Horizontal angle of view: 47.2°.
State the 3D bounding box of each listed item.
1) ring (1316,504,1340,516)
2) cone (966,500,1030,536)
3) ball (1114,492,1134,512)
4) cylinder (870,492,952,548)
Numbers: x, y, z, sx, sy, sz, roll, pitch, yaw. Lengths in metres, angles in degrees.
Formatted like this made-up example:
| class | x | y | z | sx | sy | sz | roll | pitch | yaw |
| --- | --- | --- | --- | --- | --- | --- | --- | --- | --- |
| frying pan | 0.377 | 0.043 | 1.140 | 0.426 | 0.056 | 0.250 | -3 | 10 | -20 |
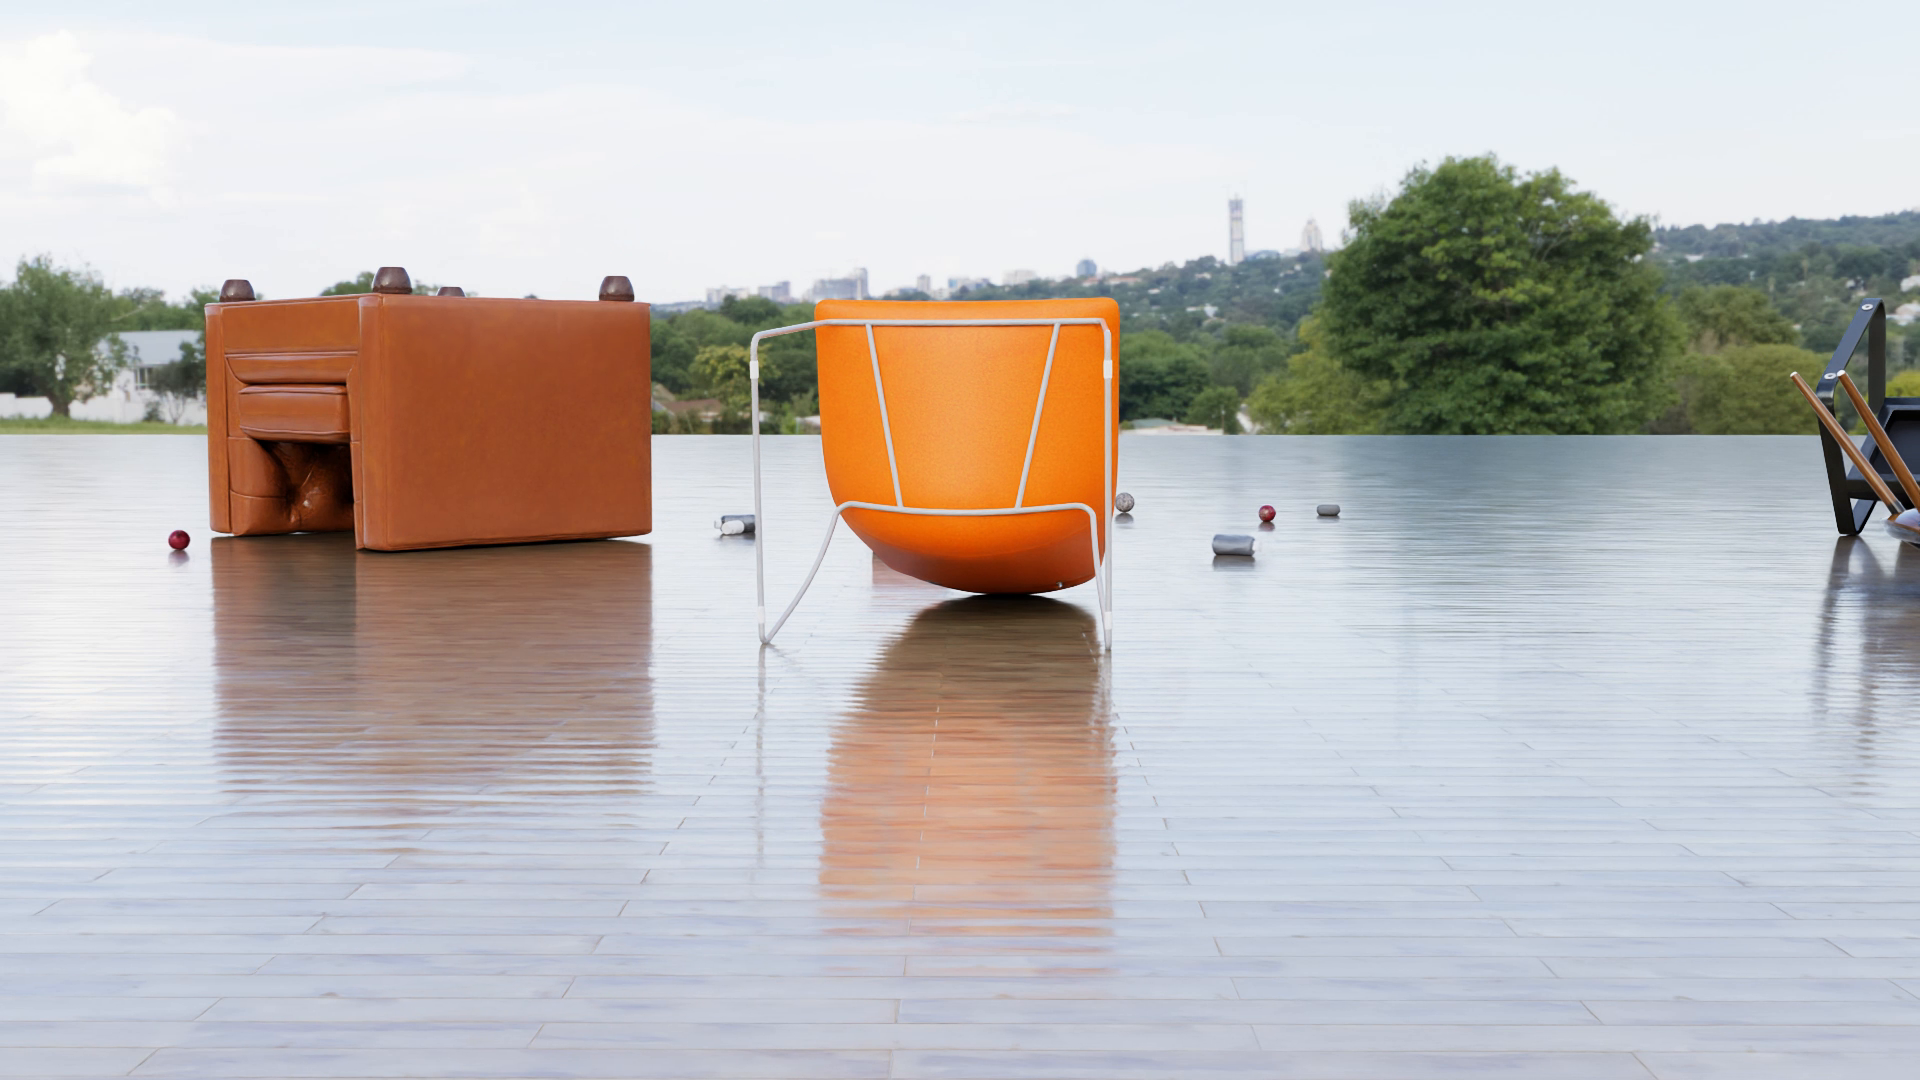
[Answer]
| class | x | y | z | sx | sy | sz | roll | pitch | yaw |
| --- | --- | --- | --- | --- | --- | --- | --- | --- | --- |
| ring | 1.315 | -0.108 | 7.854 | 0.083 | 0.037 | 0.107 | 0 | 3 | 21 |
| cone | 0.085 | -0.045 | 6.801 | 0.167 | 0.108 | 0.211 | 19 | -25 | -38 |
| ball | 0.598 | -0.137 | 7.998 | 0.074 | 0.074 | 0.074 | 0 | 4 | 0 |
| cylinder | -0.137 | -0.056 | 6.212 | 0.218 | 0.167 | 0.136 | 0 | 43 | 3 |
